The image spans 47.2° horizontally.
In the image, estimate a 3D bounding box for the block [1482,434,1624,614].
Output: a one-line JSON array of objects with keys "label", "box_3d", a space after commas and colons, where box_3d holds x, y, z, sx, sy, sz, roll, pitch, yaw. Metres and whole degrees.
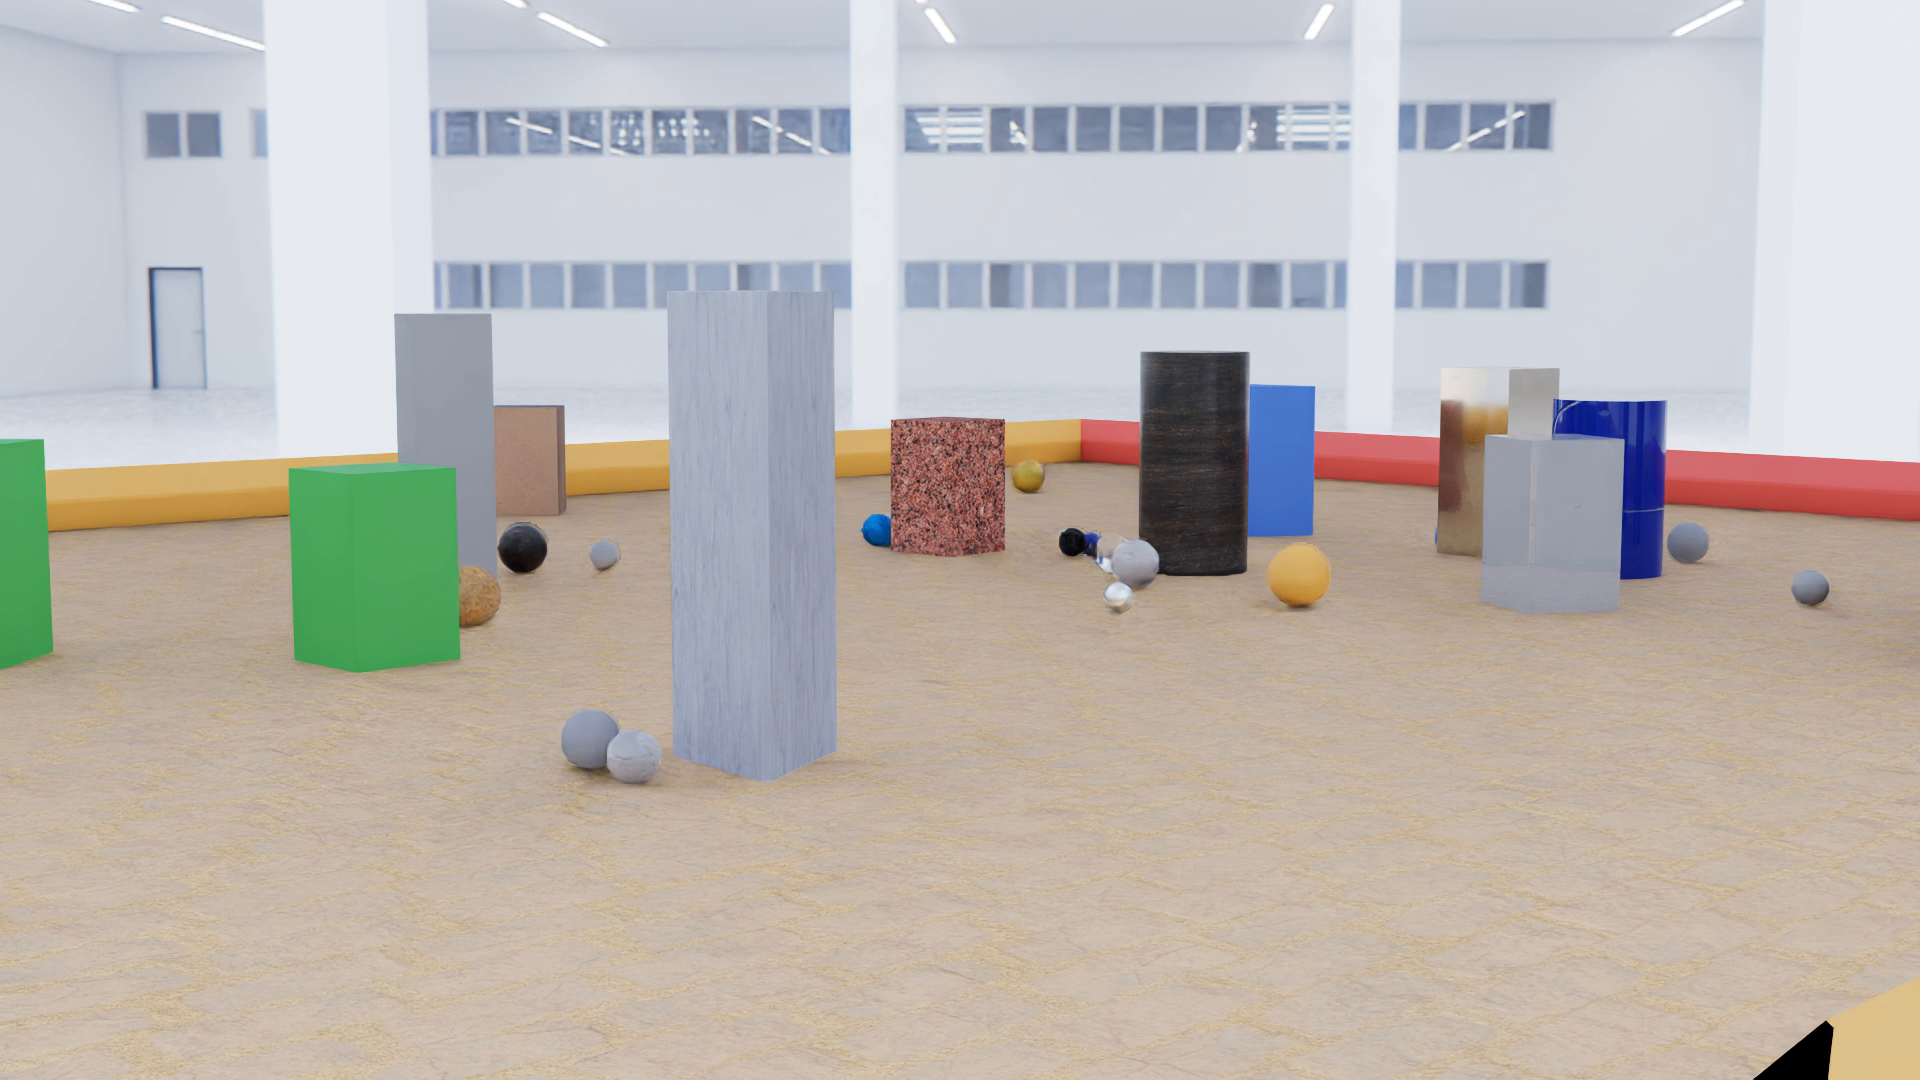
[{"label": "block", "box_3d": [0.879, -0.027, 3.268, 0.147, 0.251, 0.147, -1, 6, -13]}]

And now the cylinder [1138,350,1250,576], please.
[{"label": "cylinder", "box_3d": [0.394, -0.133, 3.705, 0.184, 0.368, 0.184, 0, 6, 0]}]

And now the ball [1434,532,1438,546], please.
[{"label": "ball", "box_3d": [0.890, -0.002, 4.031, 0.040, 0.040, 0.040, 0, 6, 0]}]

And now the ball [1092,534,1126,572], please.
[{"label": "ball", "box_3d": [0.254, 0.023, 3.678, 0.064, 0.064, 0.064, 0, 6, 0]}]

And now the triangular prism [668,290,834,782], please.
[{"label": "triangular prism", "box_3d": [-0.180, -0.012, 2.146, 0.138, 0.459, 0.159, -5, 8, -40]}]

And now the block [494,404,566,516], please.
[{"label": "block", "box_3d": [-0.934, -0.173, 4.744, 0.147, 0.229, 0.147, 0, 6, -4]}]

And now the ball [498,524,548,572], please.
[{"label": "ball", "box_3d": [-0.732, 0.014, 3.679, 0.082, 0.082, 0.082, 0, 6, 0]}]

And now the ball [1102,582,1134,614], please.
[{"label": "ball", "box_3d": [0.230, 0.084, 3.195, 0.045, 0.045, 0.045, 0, 6, 0]}]

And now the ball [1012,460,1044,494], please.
[{"label": "ball", "box_3d": [0.163, -0.151, 5.245, 0.079, 0.079, 0.079, 0, 6, 0]}]

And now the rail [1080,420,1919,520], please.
[{"label": "rail", "box_3d": [1.679, -0.133, 4.873, 0.045, 0.119, 3.978, -6, 8, -42]}]

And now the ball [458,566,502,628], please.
[{"label": "ball", "box_3d": [-0.681, 0.078, 3.055, 0.086, 0.086, 0.086, 0, 6, 0]}]

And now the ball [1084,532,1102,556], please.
[{"label": "ball", "box_3d": [0.235, 0.008, 3.925, 0.043, 0.043, 0.043, 0, 6, 0]}]

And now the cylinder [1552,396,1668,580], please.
[{"label": "cylinder", "box_3d": [1.080, -0.090, 3.669, 0.184, 0.291, 0.184, 0, 6, 0]}]

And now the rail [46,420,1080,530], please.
[{"label": "rail", "box_3d": [-1.333, -0.122, 4.769, 4.617, 0.119, 0.045, -6, 8, -42]}]

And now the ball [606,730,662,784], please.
[{"label": "ball", "box_3d": [-0.305, 0.202, 2.055, 0.051, 0.051, 0.051, 0, 6, 0]}]

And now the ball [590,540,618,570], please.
[{"label": "ball", "box_3d": [-0.603, 0.025, 3.728, 0.049, 0.049, 0.049, 0, 6, 0]}]

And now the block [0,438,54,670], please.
[{"label": "block", "box_3d": [-1.248, 0.015, 2.757, 0.147, 0.275, 0.147, 0, 6, 3]}]

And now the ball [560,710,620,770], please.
[{"label": "ball", "box_3d": [-0.356, 0.192, 2.121, 0.058, 0.058, 0.058, 0, 6, 0]}]

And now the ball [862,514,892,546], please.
[{"label": "ball", "box_3d": [-0.152, -0.018, 4.083, 0.061, 0.061, 0.061, 0, 6, 0]}]

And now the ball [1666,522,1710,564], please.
[{"label": "ball", "box_3d": [1.265, 0.004, 3.820, 0.071, 0.071, 0.071, 0, 6, 0]}]

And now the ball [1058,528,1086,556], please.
[{"label": "ball", "box_3d": [0.199, 0.004, 3.895, 0.050, 0.050, 0.050, 0, 6, 0]}]

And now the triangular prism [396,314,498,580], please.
[{"label": "triangular prism", "box_3d": [-0.839, -0.139, 3.457, 0.138, 0.433, 0.159, 5, 8, 39]}]

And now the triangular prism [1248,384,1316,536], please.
[{"label": "triangular prism", "box_3d": [0.596, -0.159, 4.323, 0.159, 0.290, 0.138, -1, 6, -12]}]

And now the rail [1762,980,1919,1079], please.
[{"label": "rail", "box_3d": [1.333, 0.184, 1.896, 4.617, 0.119, 0.045, -6, 8, -42]}]

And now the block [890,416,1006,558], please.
[{"label": "block", "box_3d": [-0.022, -0.099, 3.999, 0.147, 0.240, 0.147, 5, 8, 40]}]

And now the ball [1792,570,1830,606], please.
[{"label": "ball", "box_3d": [1.267, 0.071, 3.278, 0.053, 0.053, 0.053, 0, 6, 0]}]

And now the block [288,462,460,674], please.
[{"label": "block", "box_3d": [-0.736, 0.030, 2.767, 0.147, 0.243, 0.147, 6, 8, 43]}]

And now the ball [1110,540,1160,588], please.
[{"label": "ball", "box_3d": [0.277, 0.038, 3.479, 0.078, 0.078, 0.078, 0, 6, 0]}]

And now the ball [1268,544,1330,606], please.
[{"label": "ball", "box_3d": [0.503, 0.053, 3.268, 0.092, 0.092, 0.092, 0, 6, 0]}]

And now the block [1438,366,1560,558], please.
[{"label": "block", "box_3d": [0.967, -0.142, 3.951, 0.147, 0.334, 0.147, -5, 8, -39]}]
